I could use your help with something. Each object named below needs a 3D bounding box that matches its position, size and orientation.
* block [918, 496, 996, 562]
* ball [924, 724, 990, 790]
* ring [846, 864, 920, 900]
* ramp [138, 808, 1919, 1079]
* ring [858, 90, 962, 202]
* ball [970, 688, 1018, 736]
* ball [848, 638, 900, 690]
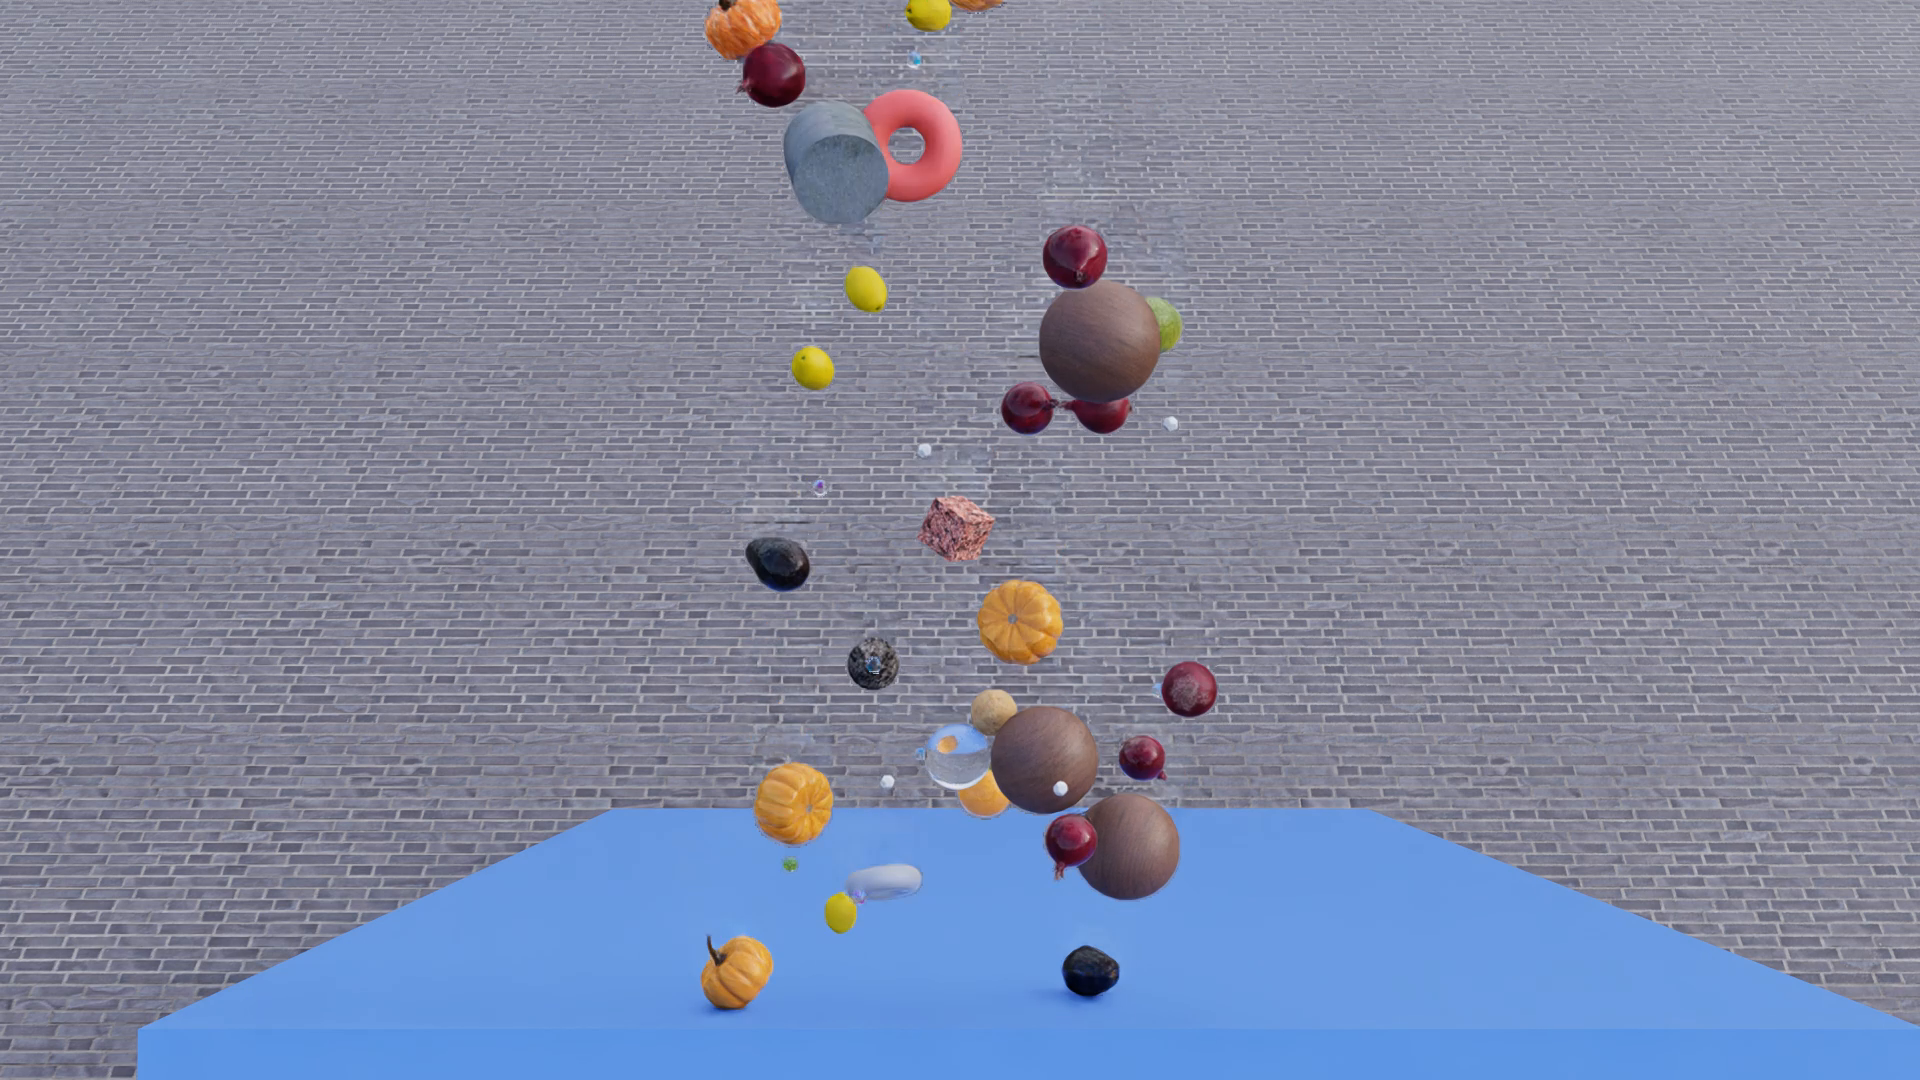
[{"bbox_3d":[-0.005,-0.014,3.206,0.057,0.057,0.057,36,24,29],"label":"block"},{"bbox_3d":[-0.003,0.265,3.188,0.081,0.081,0.081,0,37,0],"label":"ball"},{"bbox_3d":[-0.093,0.414,3.148,0.093,0.093,0.031,-5,74,-7],"label":"ring"},{"bbox_3d":[0.080,0.680,4.904,2.000,0.100,4.000,0,-2,0],"label":"ramp"},{"bbox_3d":[-0.055,-0.404,2.663,0.114,0.114,0.038,-2,10,-2],"label":"ring"},{"bbox_3d":[0.041,0.211,3.177,0.058,0.058,0.058,0,37,0],"label":"ball"},{"bbox_3d":[-0.103,0.147,3.085,0.061,0.061,0.061,0,37,0],"label":"ball"}]
